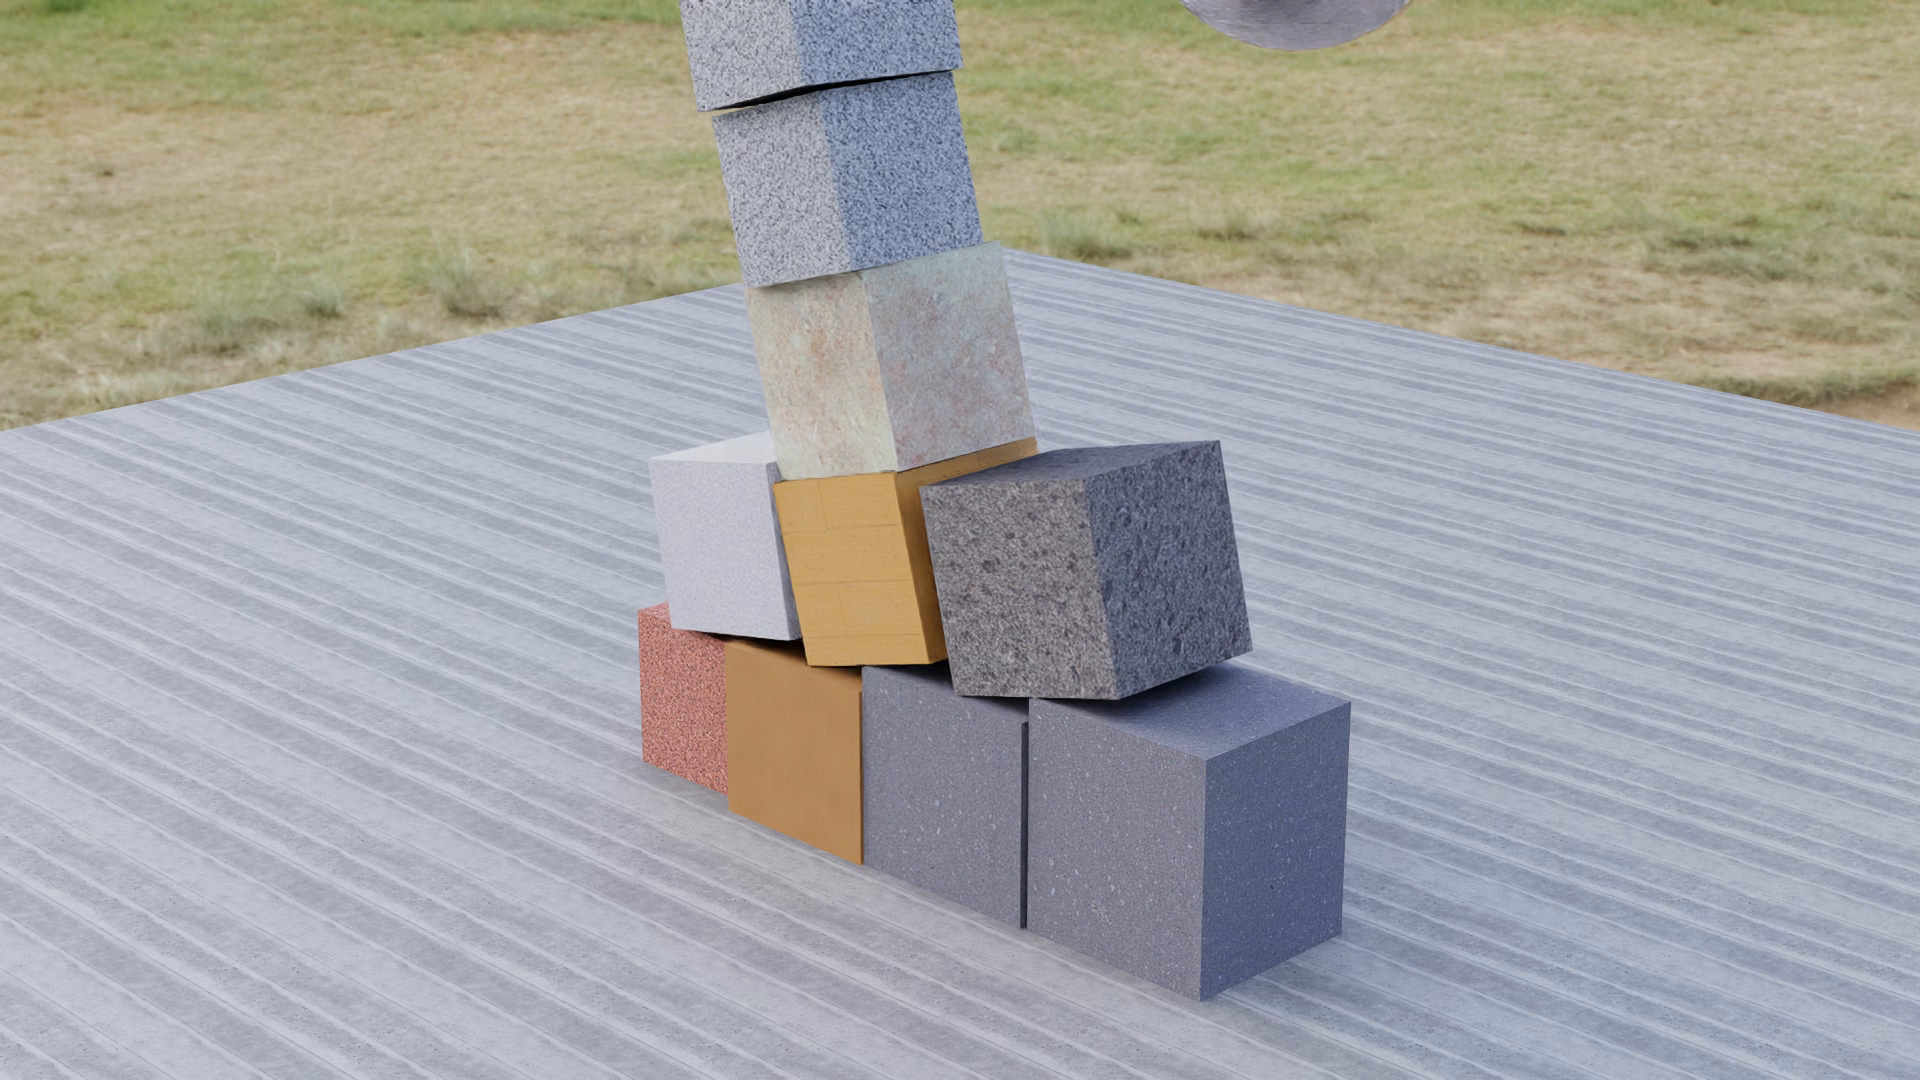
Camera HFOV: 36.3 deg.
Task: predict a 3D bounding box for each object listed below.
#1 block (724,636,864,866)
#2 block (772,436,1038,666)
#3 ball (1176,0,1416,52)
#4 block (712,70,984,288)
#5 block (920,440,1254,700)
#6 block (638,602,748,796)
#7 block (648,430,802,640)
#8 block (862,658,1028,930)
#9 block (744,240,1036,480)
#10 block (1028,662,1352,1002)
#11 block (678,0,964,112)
[{"bbox_3d":[-0.443,0.897,14.070,0.929,0.852,0.978,17,24,42],"label":"block"},{"bbox_3d":[-0.180,0.050,13.548,0.890,0.866,0.856,-16,9,-41],"label":"block"},{"bbox_3d":[1.623,-3.149,14.053,1.600,1.600,1.600,0,17,0],"label":"ball"},{"bbox_3d":[-0.507,-1.623,13.235,0.789,0.786,0.778,-16,9,-40],"label":"block"},{"bbox_3d":[0.549,0.125,12.800,0.867,0.936,1.004,-17,10,-42],"label":"block"},{"bbox_3d":[-1.048,0.735,14.668,0.798,0.802,0.767,17,24,42],"label":"block"},{"bbox_3d":[-0.824,-0.054,14.195,0.901,0.840,0.901,-16,13,-41],"label":"block"},{"bbox_3d":[0.258,1.041,13.417,1.001,0.968,0.985,17,24,42],"label":"block"},{"bbox_3d":[-0.322,-0.817,13.434,0.831,0.903,0.869,-16,9,-39],"label":"block"},{"bbox_3d":[0.984,1.203,12.706,0.952,1.086,0.995,-17,24,-42],"label":"block"},{"bbox_3d":[-0.643,-2.392,13.089,0.894,0.771,0.820,-14,7,-38],"label":"block"}]
